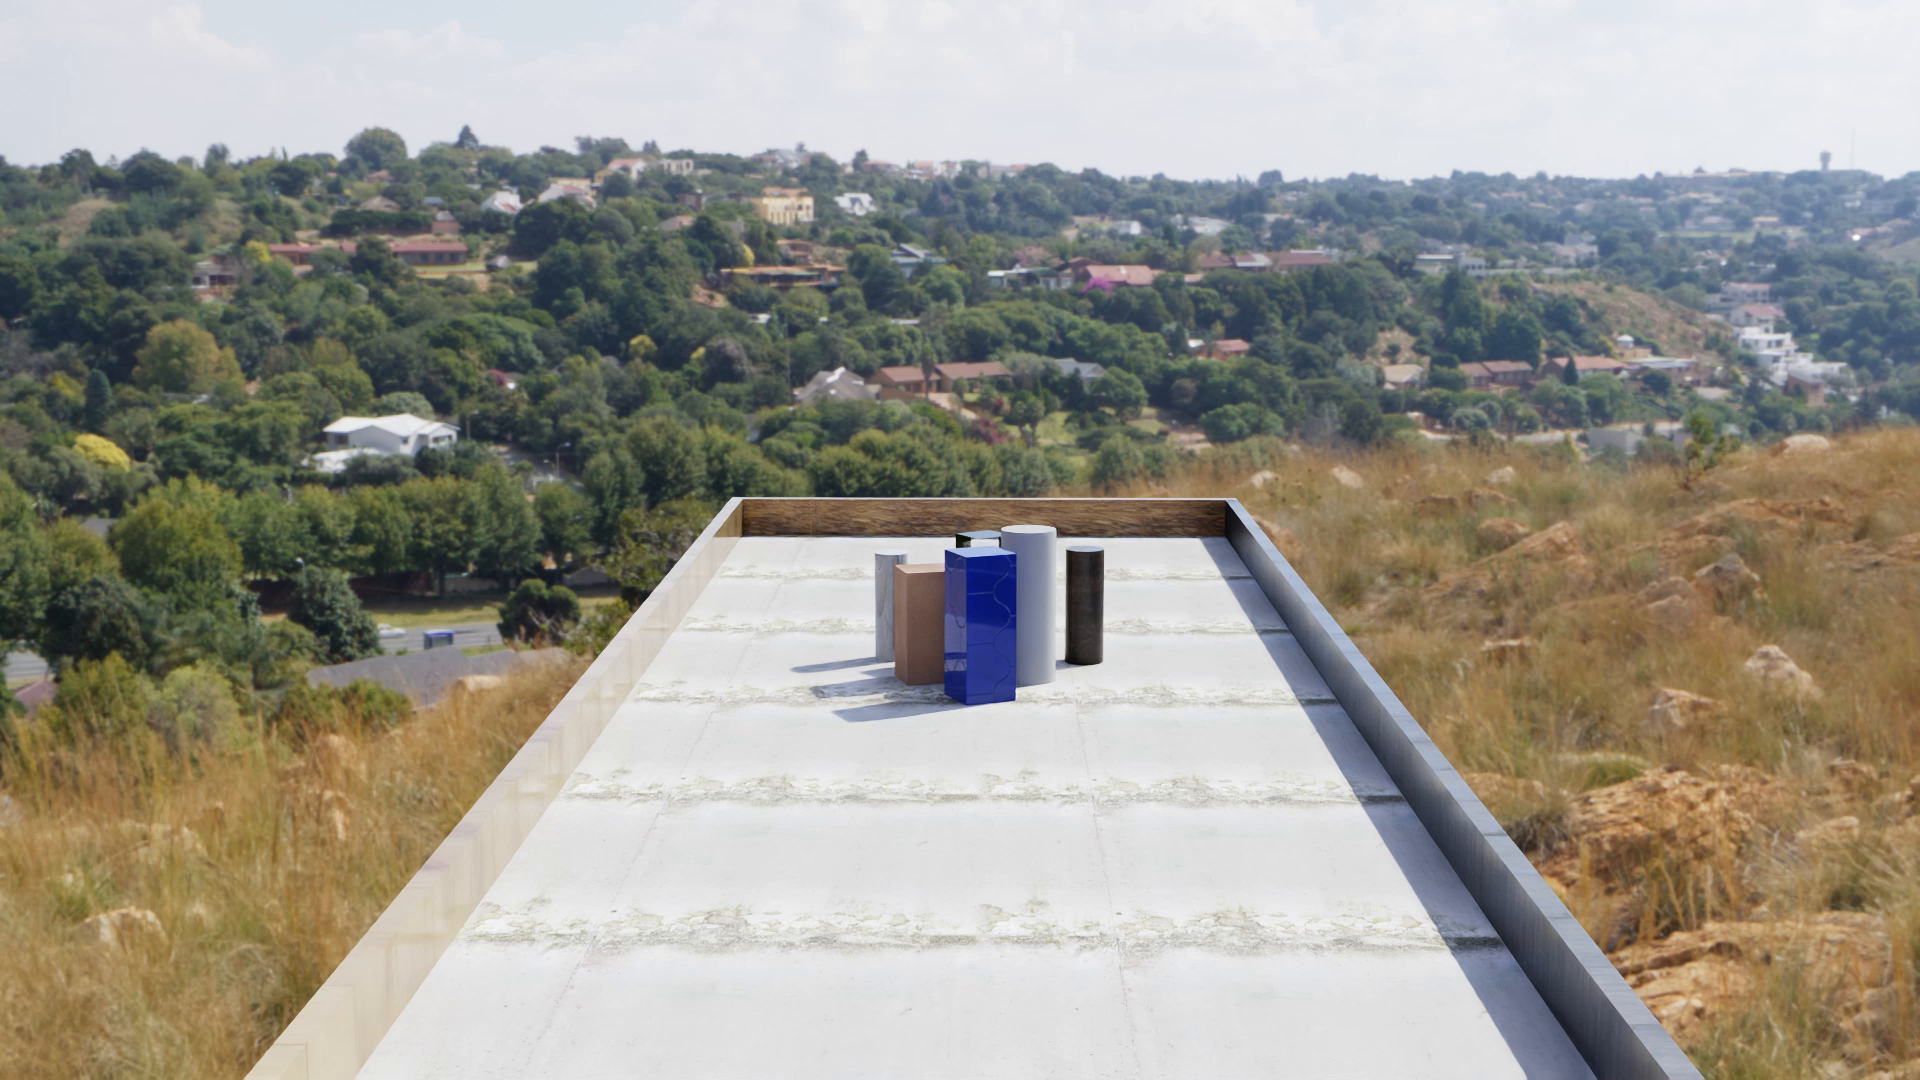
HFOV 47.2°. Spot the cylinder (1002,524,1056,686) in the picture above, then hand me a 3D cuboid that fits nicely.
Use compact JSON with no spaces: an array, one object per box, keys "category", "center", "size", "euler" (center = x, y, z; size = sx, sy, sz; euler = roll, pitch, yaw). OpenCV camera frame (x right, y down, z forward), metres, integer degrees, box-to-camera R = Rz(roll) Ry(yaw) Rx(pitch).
[{"category":"cylinder","center":[0.199,0.188,6.401],"size":[0.160,0.445,0.160],"euler":[0,9,0]}]

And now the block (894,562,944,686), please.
[{"category":"block","center":[-0.100,0.244,6.415],"size":[0.149,0.330,0.149],"euler":[-3,9,-16]}]

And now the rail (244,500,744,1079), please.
[{"category":"rail","center":[-1.004,0.839,3.234],"size":[0.050,0.150,12.000],"euler":[0,9,1]}]

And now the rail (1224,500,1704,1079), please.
[{"category":"rail","center":[1.046,0.843,3.208],"size":[0.050,0.150,12.000],"euler":[0,9,1]}]

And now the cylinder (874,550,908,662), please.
[{"category":"cylinder","center":[-0.208,0.199,6.703],"size":[0.104,0.329,0.104],"euler":[0,9,0]}]

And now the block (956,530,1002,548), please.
[{"category":"block","center":[0.073,0.174,6.676],"size":[0.125,0.387,0.125],"euler":[-6,11,-33]}]

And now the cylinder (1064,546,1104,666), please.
[{"category":"cylinder","center":[0.377,0.197,6.657],"size":[0.118,0.347,0.118],"euler":[0,9,0]}]

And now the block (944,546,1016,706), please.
[{"category":"block","center":[0.057,0.238,6.173],"size":[0.152,0.417,0.152],"euler":[-4,10,-24]}]

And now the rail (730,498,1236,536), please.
[{"category":"rail","center":[0.099,-0.098,9.147],"size":[2.100,0.150,0.050],"euler":[0,9,1]}]
